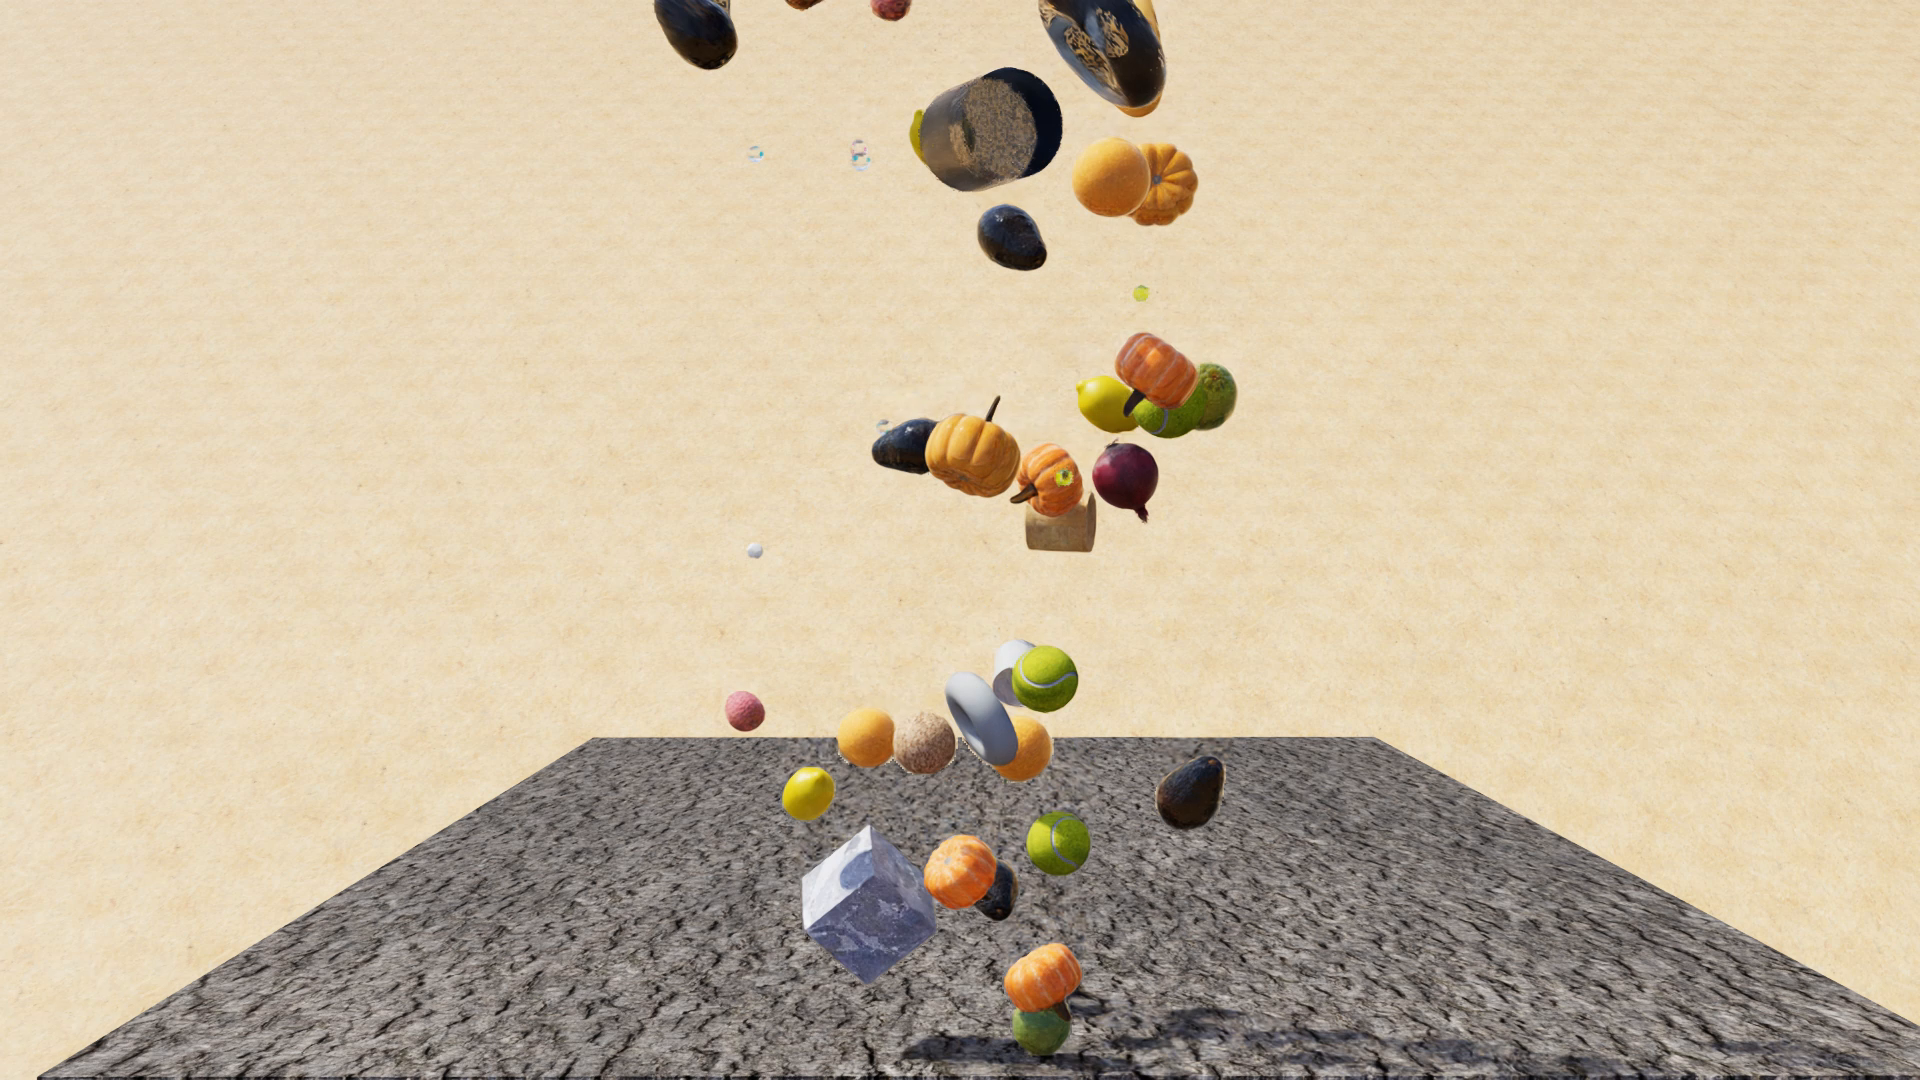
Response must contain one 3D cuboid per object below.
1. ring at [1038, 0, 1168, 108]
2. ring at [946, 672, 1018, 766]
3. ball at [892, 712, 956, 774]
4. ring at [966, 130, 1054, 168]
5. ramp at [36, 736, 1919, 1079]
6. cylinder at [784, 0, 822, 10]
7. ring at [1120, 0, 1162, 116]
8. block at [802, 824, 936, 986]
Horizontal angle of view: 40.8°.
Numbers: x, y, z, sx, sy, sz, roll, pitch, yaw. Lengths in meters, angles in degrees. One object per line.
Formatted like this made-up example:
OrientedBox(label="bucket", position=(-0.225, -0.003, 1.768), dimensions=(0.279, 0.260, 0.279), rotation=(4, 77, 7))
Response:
OrientedBox(label="ring", position=(0.120, -0.423, 2.175), dimensions=(0.046, 0.139, 0.139), rotation=(-41, 40, -9))
OrientedBox(label="ring", position=(0.023, 0.195, 2.832), dimensions=(0.038, 0.115, 0.115), rotation=(-30, 37, -14))
OrientedBox(label="ball", position=(-0.038, 0.217, 2.757), dimensions=(0.067, 0.067, 0.067), rotation=(0, 28, 0))
OrientedBox(label="ring", position=(0.044, -0.343, 2.270), dimensions=(0.078, 0.026, 0.078), rotation=(4, 1, 0))
OrientedBox(label="ramp", position=(0.064, 0.573, 4.616), dimensions=(2.000, 0.100, 4.000), rotation=(0, 1, 0))
OrientedBox(label="cylinder", position=(-0.127, -0.505, 2.276), dimensions=(0.059, 0.059, 0.059), rotation=(-20, 15, 35))
OrientedBox(label="ring", position=(0.166, -0.474, 2.500), dimensions=(0.043, 0.130, 0.130), rotation=(-10, 29, -5))
OrientedBox(label="block", position=(-0.097, 0.387, 2.743), dimensions=(0.098, 0.098, 0.098), rotation=(-40, 23, 14))
